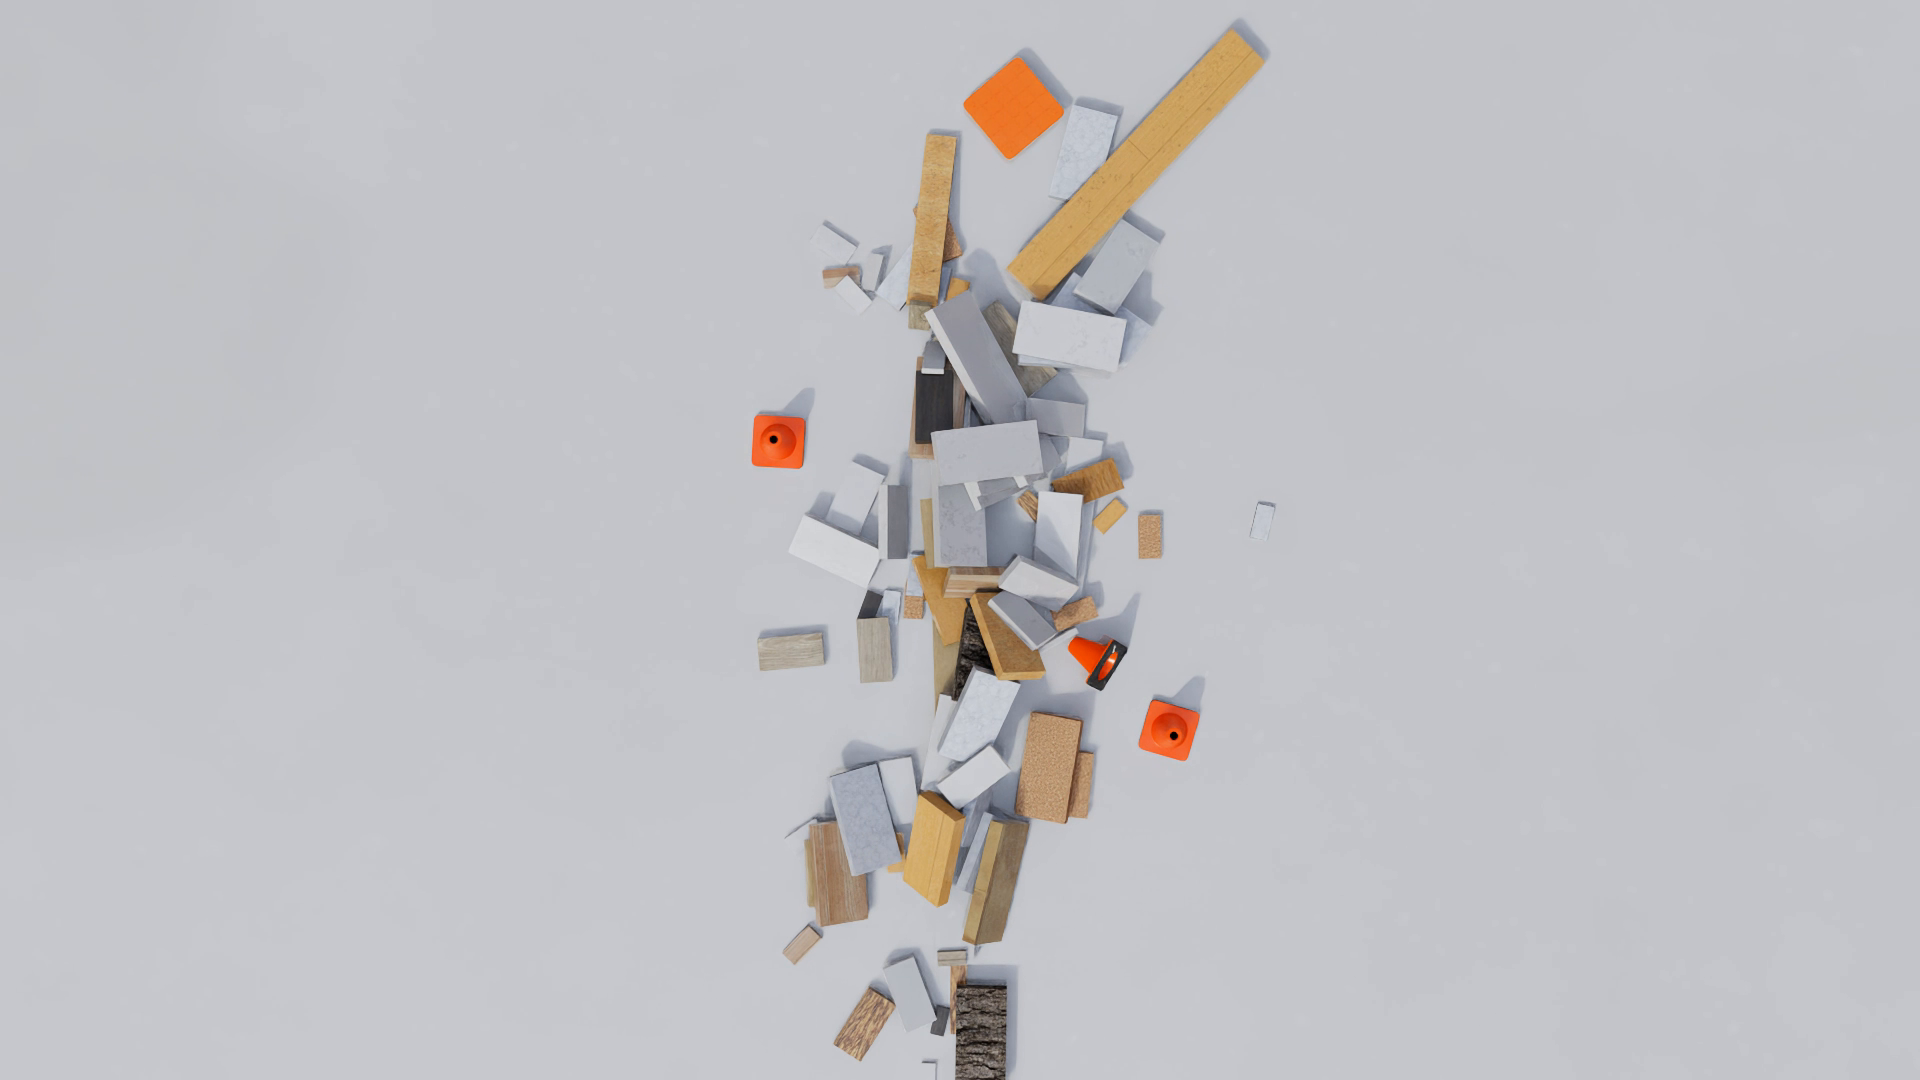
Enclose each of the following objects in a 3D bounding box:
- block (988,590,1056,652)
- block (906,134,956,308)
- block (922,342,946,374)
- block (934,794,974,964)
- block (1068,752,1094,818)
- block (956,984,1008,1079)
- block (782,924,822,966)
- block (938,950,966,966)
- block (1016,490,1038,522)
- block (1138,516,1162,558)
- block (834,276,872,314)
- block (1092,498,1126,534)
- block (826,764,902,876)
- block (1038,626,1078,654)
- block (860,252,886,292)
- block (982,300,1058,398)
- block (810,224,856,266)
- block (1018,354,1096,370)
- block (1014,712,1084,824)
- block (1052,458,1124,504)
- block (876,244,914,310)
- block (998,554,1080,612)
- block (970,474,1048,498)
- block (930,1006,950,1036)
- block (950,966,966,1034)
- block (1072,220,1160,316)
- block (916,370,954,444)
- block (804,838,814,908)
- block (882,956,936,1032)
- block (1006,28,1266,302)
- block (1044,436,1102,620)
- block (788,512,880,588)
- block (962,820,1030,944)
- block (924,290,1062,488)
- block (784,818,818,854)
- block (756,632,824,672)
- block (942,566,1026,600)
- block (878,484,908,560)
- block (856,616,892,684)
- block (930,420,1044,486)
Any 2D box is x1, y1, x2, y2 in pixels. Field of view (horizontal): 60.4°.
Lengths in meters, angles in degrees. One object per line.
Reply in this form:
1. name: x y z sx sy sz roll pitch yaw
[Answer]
1. block: 0.200 0.253 5.328 0.216 0.031 0.108 46 46 15
2. block: -0.093 -1.054 5.446 0.100 0.028 0.581 6 82 1
3. block: -0.082 -0.593 5.365 0.071 0.141 0.020 3 135 4
4. block: -0.009 1.089 5.466 0.130 0.037 0.623 2 90 0
5. block: 0.379 0.812 5.485 0.108 0.031 0.216 6 90 0
6. block: 0.069 1.646 5.461 0.166 0.047 0.331 1 90 0
7. block: -0.526 1.349 5.491 0.063 0.018 0.126 44 90 0
8. block: -0.027 1.380 5.441 0.094 0.013 0.047 -3 90 0
9. block: 0.245 -0.107 5.492 0.057 0.016 0.113 -42 90 0
10. block: 0.631 -0.010 5.490 0.072 0.021 0.145 -1 90 0
11. block: -0.354 -0.815 5.480 0.060 0.017 0.121 -43 98 6
12. block: 0.497 -0.078 5.492 0.057 0.016 0.113 45 90 0
13. block: -0.316 0.920 5.433 0.166 0.047 0.331 -13 85 -24
14. block: 0.235 0.382 5.464 0.347 0.072 0.021 -29 90 0
15. block: -0.289 -0.889 5.477 0.060 0.017 0.121 15 90 31
16. block: 0.162 -0.625 5.478 0.158 0.045 0.317 -39 90 0
17. block: -0.421 -0.982 5.490 0.141 0.020 0.071 34 90 0
18. block: 0.346 -0.649 5.448 0.309 0.044 0.154 2 83 -8
19. block: 0.295 0.752 5.453 0.171 0.048 0.342 9 90 16
20. block: 0.422 -0.182 5.454 0.217 0.031 0.108 -21 90 0
21. block: -0.179 -0.871 5.471 0.100 0.028 0.201 38 96 5
22. block: 0.255 0.143 5.364 0.243 0.034 0.121 24 120 -29
23. block: 0.147 -0.239 5.397 0.286 0.041 0.143 -15 86 -35
24. block: -0.067 1.601 5.493 0.047 0.013 0.094 13 90 0
25. block: -0.002 1.259 5.492 0.054 0.015 0.769 1 90 0
26. block: 0.515 -0.893 5.432 0.154 0.044 0.309 33 72 0
27. block: -0.083 -0.429 5.322 0.119 0.034 0.239 0 75 4
28. block: -0.454 1.099 5.467 0.110 0.031 0.220 -3 90 -20
29. block: -0.168 1.505 5.466 0.110 0.031 0.220 -20 86 -12
30. block: 0.580 -1.236 5.444 0.158 0.045 1.093 43 87 -5
31. block: 0.378 -0.032 5.485 0.108 0.031 0.612 8 90 0
32. block: -0.409 0.033 5.459 0.286 0.041 0.143 25 108 0
33. block: 0.119 1.121 5.415 0.048 0.171 0.401 14 90 34
34. block: 0.111 -0.493 5.377 0.172 0.049 0.644 -34 98 -35
35. block: -0.516 0.986 5.491 0.126 0.018 0.063 -34 90 0
36. block: -0.562 0.372 5.485 0.214 0.030 0.107 -5 90 0
37. block: 0.115 0.141 5.388 0.330 0.119 0.034 1 49 -15
38. block: -0.220 -0.059 5.439 0.034 0.121 0.243 0 90 31
39. block: -0.283 0.364 5.476 0.107 0.030 0.214 -4 95 0
40. block: 0.088 -0.279 5.281 0.344 0.049 0.172 -8 91 -18
